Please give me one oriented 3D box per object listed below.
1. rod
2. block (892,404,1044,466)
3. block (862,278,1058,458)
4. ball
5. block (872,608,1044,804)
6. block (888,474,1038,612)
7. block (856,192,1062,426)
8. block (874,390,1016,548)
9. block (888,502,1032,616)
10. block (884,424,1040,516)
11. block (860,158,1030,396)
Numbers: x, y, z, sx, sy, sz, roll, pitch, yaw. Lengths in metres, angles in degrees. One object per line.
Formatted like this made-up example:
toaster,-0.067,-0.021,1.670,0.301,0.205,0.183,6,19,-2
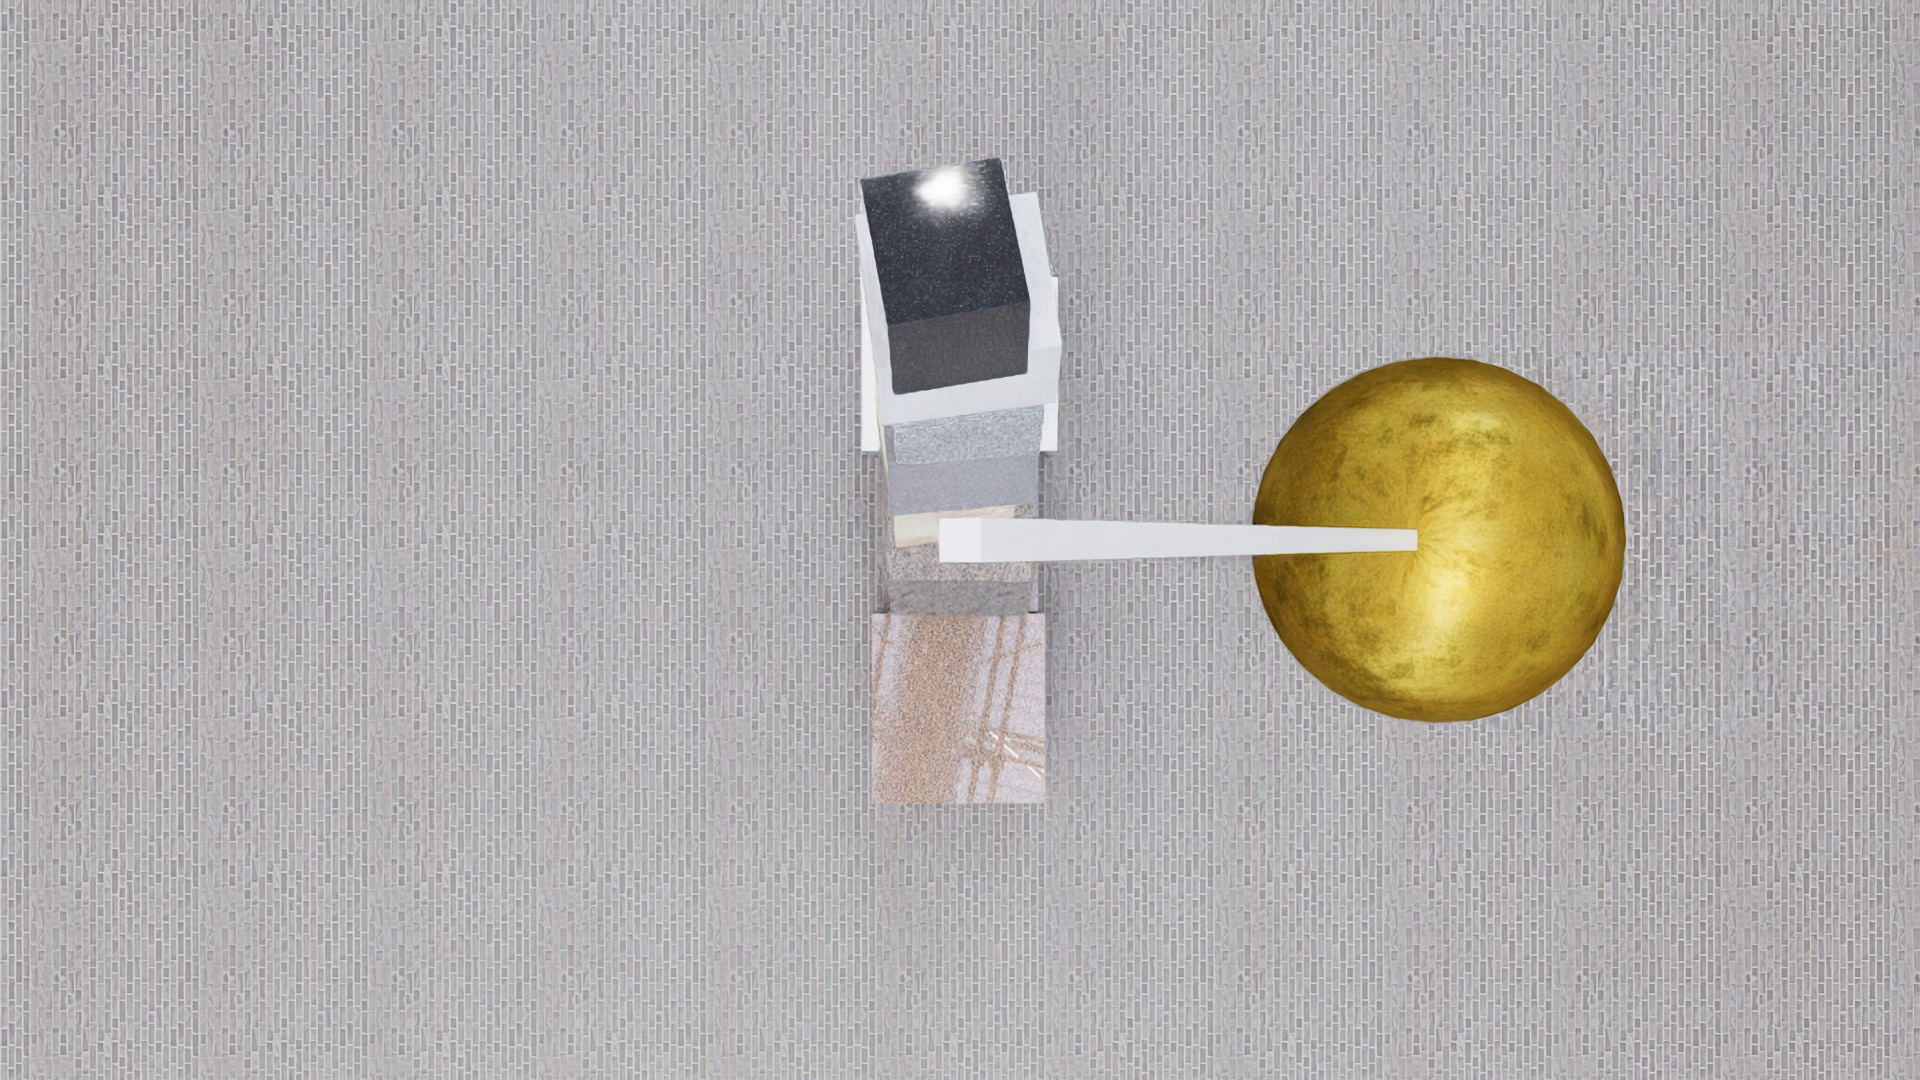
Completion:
rod,0.899,0.000,6.412,0.080,5.200,0.080,0,90,20
block,0.007,-0.765,9.683,0.648,0.613,0.667,-5,74,-2
block,-0.001,-0.958,12.489,1.067,1.022,0.944,0,90,0
ball,2.074,0.000,9.603,1.600,1.600,1.600,0,90,0
block,-0.009,0.916,12.480,0.940,1.040,1.030,0,90,0
block,0.015,-0.040,12.571,0.829,0.858,0.867,0,90,0
block,-0.009,-0.945,9.084,0.740,0.616,0.678,-8,72,-2
block,-0.075,-0.388,10.997,0.604,0.657,0.616,-9,74,-3
block,0.000,-0.097,11.660,0.733,0.768,0.840,1,75,0
block,-0.019,-0.582,10.330,0.684,0.732,0.699,-5,74,-2
block,-0.055,-1.001,8.437,0.533,0.620,0.616,-10,70,-3
